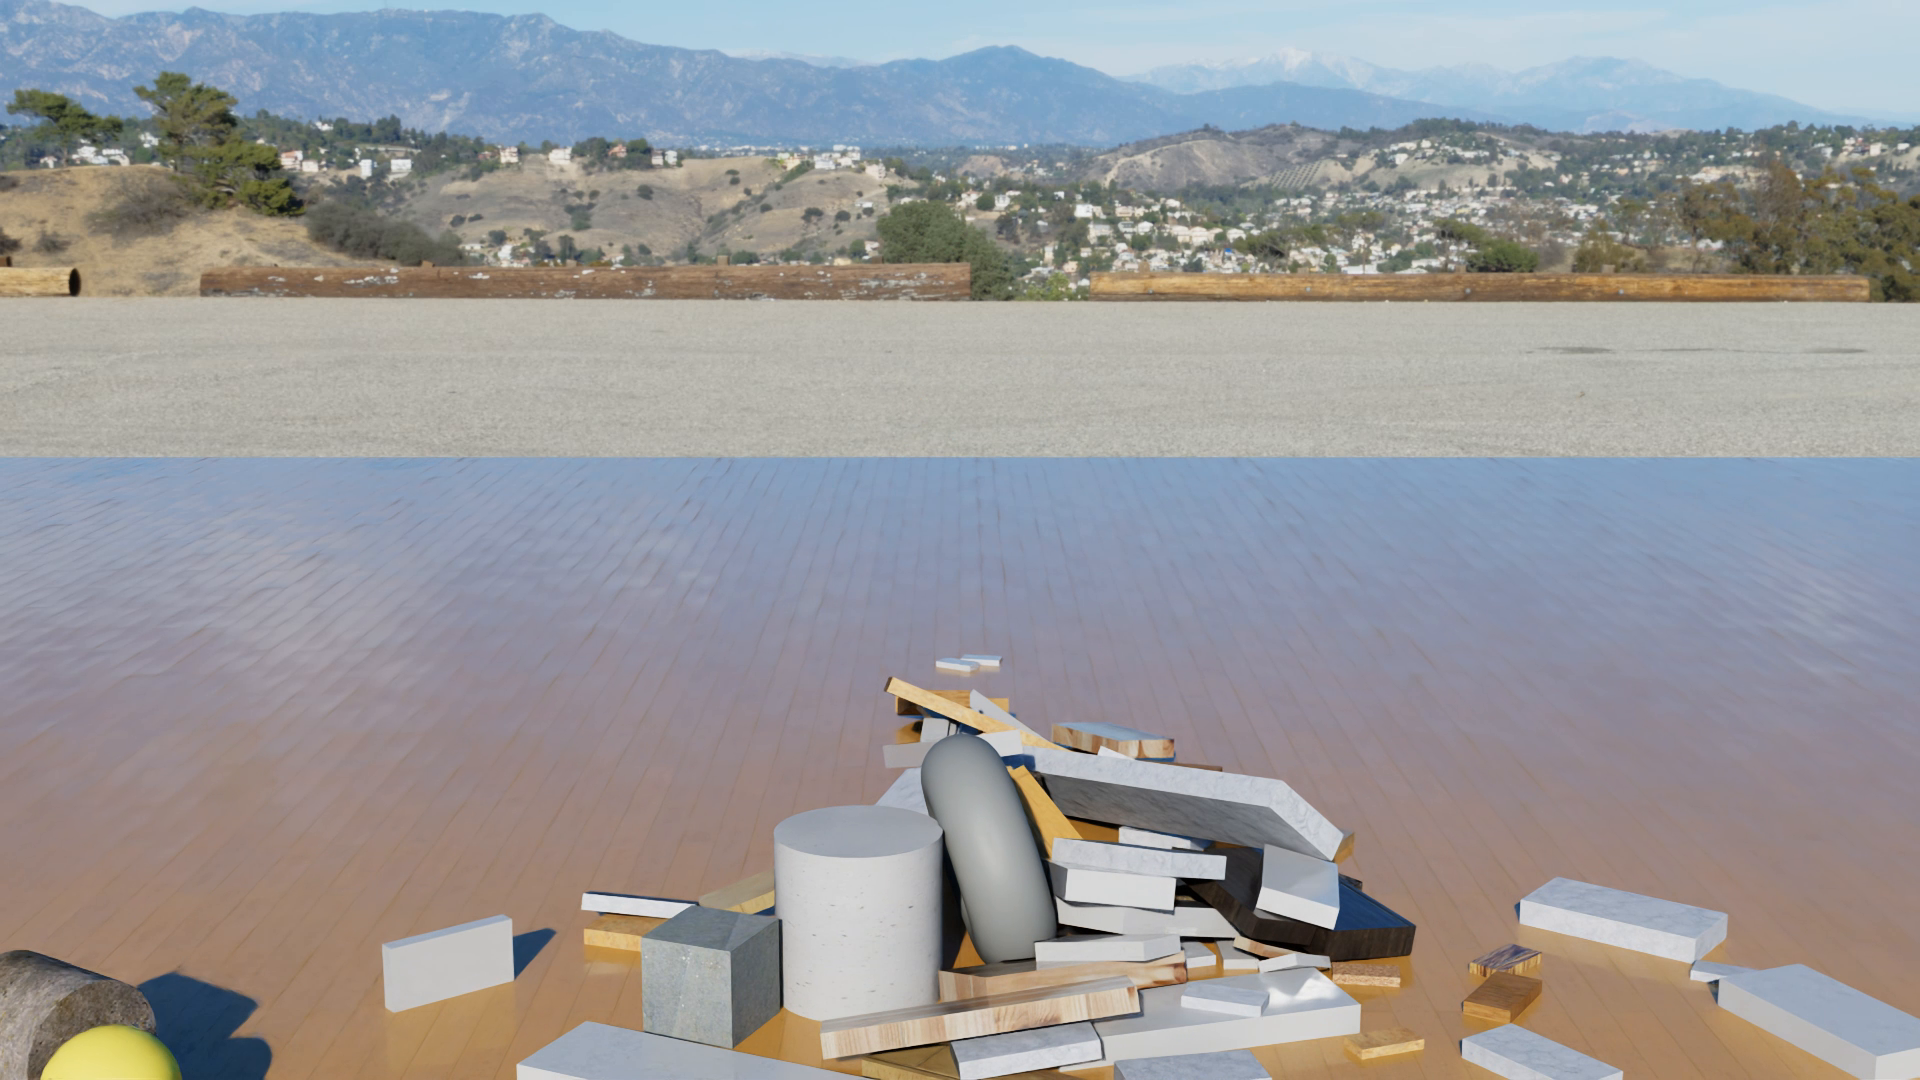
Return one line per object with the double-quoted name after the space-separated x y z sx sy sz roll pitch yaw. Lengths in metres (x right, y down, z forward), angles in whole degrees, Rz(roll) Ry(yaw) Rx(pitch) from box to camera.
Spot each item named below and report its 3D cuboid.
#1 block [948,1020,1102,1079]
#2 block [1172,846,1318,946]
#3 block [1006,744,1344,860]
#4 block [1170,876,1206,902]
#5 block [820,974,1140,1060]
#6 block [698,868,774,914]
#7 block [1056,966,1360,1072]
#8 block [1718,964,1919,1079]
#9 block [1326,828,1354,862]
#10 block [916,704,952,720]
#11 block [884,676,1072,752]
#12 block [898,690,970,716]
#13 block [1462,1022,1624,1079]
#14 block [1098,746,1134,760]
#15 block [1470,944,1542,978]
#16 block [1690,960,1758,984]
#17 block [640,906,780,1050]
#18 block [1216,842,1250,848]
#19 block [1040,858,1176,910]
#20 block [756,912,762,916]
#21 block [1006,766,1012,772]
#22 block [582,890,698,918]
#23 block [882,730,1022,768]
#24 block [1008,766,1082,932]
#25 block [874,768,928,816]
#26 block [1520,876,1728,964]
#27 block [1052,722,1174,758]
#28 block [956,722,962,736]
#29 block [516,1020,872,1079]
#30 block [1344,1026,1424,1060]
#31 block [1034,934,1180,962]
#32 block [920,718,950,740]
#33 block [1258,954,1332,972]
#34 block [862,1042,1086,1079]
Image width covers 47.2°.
0.086 0.675 2.933 0.189 0.027 0.094 -8 12 -8 "block"
0.431 0.548 3.393 0.119 0.034 0.238 13 12 -32 "block"
0.305 0.439 3.786 0.170 0.048 0.805 41 -23 -30 "block"
0.347 0.564 3.629 0.249 0.035 0.125 -1 10 -40 "block"
0.025 0.644 2.974 0.424 0.034 0.119 -8 -4 -3 "block"
-0.335 0.570 3.524 0.170 0.024 0.085 -22 17 0 "block"
0.328 0.673 3.104 0.449 0.042 0.150 -3 11 -17 "block"
1.229 0.676 3.087 0.150 0.042 0.300 -4 11 -22 "block"
0.642 0.539 3.892 0.069 0.020 0.138 6 12 29 "block"
-0.044 0.330 4.194 0.048 0.014 0.095 -7 20 -22 "block"
0.117 0.373 4.114 0.546 0.028 0.100 23 -5 -4 "block"
-0.054 0.325 4.381 0.118 0.033 0.236 1 -9 -7 "block"
0.783 0.707 2.965 0.097 0.027 0.194 -7 13 -34 "block"
0.321 0.425 4.096 0.100 0.028 0.201 21 -5 17 "block"
0.830 0.642 3.344 0.057 0.016 0.113 10 15 44 "block"
1.151 0.652 3.296 0.099 0.014 0.050 6 12 27 "block"
-0.353 0.619 3.125 0.142 0.142 0.142 4 11 23 "block"
0.519 0.531 3.932 0.069 0.020 0.138 7 12 32 "block"
0.217 0.521 3.346 0.159 0.045 0.319 6 -6 -5 "block"
-0.324 0.621 3.458 0.057 0.016 0.206 -4 11 -20 "block"
0.071 0.448 3.659 0.085 0.024 0.170 -8 40 -16 "block"
-0.509 0.584 3.514 0.177 0.025 0.089 6 -6 -2 "block"
-0.018 0.363 3.808 0.142 0.040 0.397 -7 -5 -16 "block"
0.128 0.497 3.565 0.125 0.035 0.268 -24 58 -27 "block"
-0.117 0.490 3.528 0.170 0.048 0.340 -13 27 49 "block"
1.053 0.602 3.495 0.283 0.040 0.142 8 13 37 "block"
0.307 0.406 4.455 0.129 0.037 0.258 1 3 -28 "block"
-0.029 0.353 4.171 0.058 0.016 0.115 2 19 3 "block"
-0.283 0.721 2.841 0.589 0.045 0.159 5 12 25 "block"
0.588 0.697 3.052 0.099 0.014 0.050 -4 11 -21 "block"
0.213 0.589 3.179 0.189 0.027 0.094 -9 -6 38 "block"
-0.047 0.357 4.066 0.048 0.014 0.095 2 21 3 "block"
0.495 0.628 3.251 0.060 0.017 0.121 -20 -22 29 "block"
0.045 0.718 2.902 0.352 0.027 0.097 6 12 30 "block"
